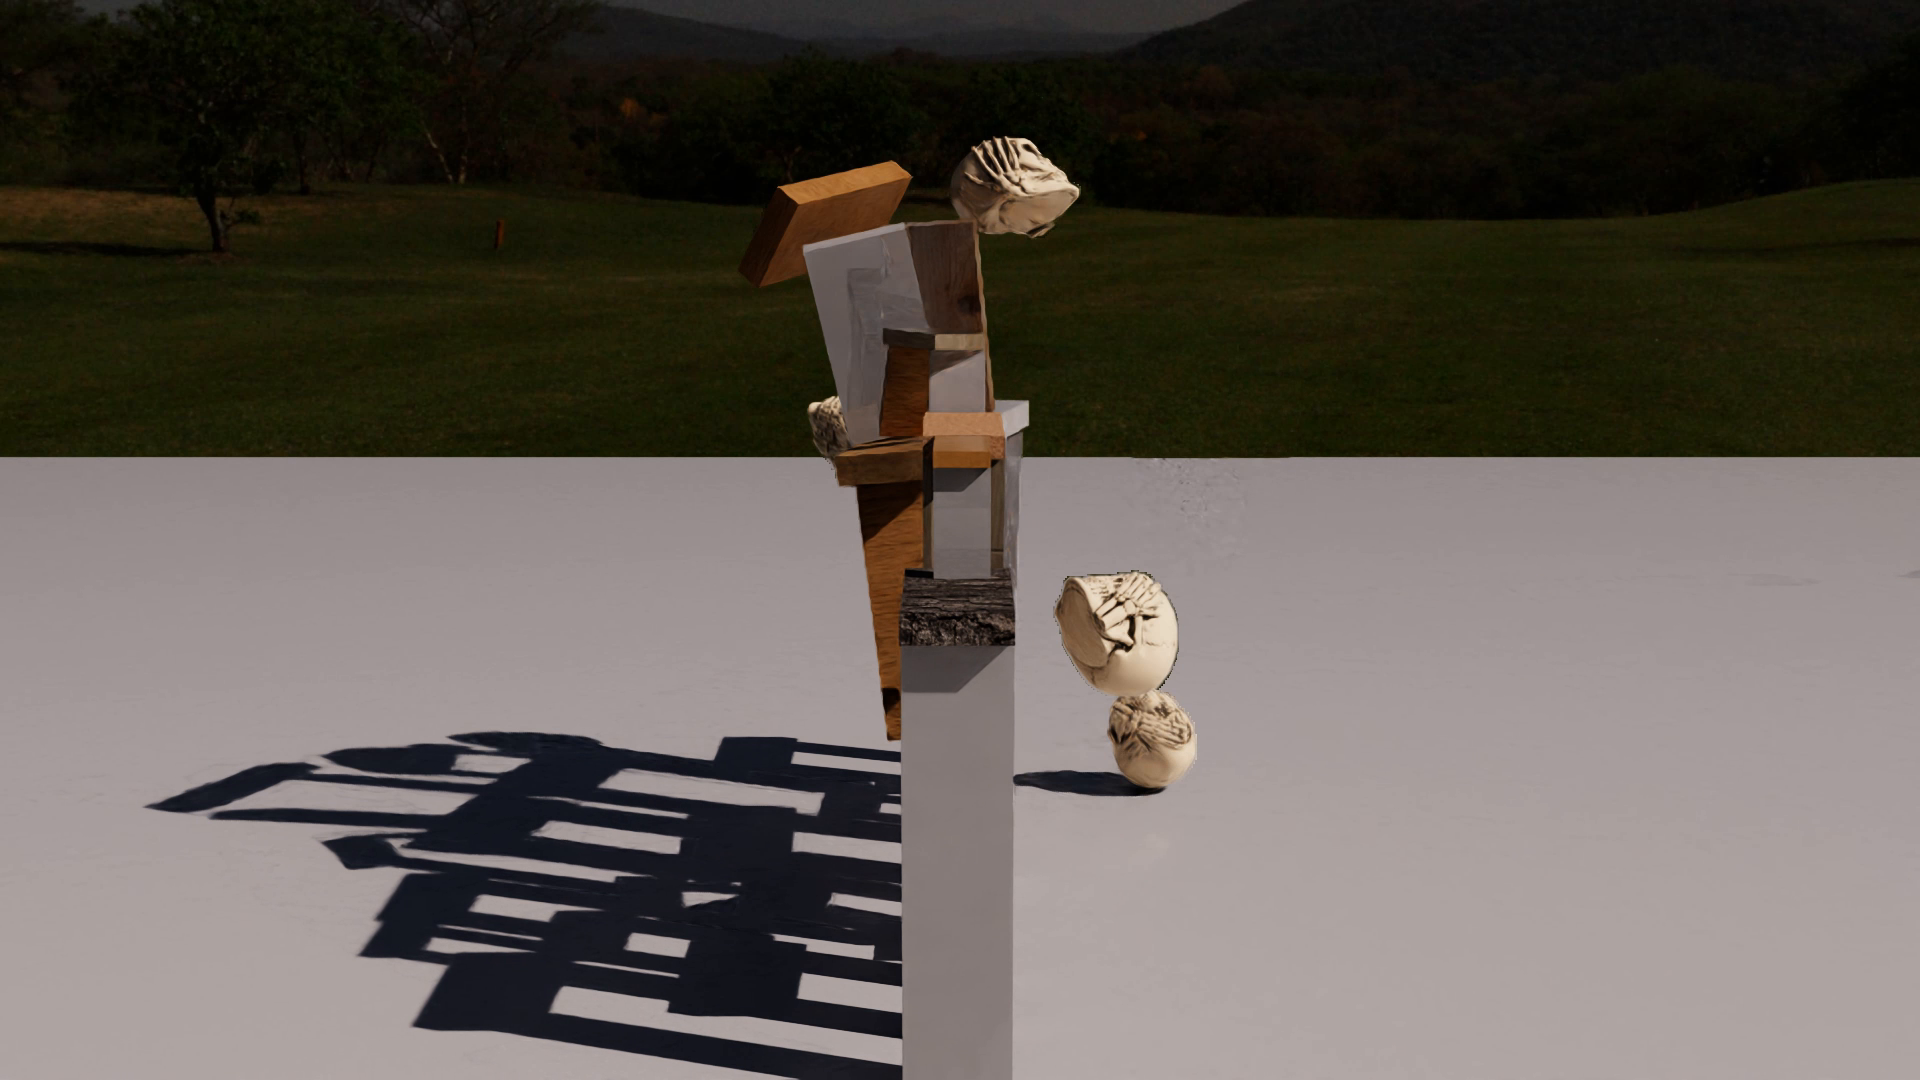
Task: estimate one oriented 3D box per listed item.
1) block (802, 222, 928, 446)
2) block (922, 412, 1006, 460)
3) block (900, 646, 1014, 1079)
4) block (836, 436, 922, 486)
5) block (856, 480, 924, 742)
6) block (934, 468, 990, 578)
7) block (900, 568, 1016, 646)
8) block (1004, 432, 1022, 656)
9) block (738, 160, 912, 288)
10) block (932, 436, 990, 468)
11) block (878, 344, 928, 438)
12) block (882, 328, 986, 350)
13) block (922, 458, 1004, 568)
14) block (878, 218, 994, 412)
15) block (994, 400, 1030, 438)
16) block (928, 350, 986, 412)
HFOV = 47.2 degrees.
[{"bbox_3d":[-0.134,-0.330,3.552,0.166,0.332,0.047,-13,22,0],"label":"block"},{"bbox_3d":[0.005,-0.152,3.189,0.115,0.033,0.230,0,11,0],"label":"block"},{"bbox_3d":[-0.003,0.426,2.865,0.145,0.616,0.041,0,11,0],"label":"block"},{"bbox_3d":[-0.074,-0.148,3.626,0.167,0.047,0.334,-4,11,15],"label":"block"},{"bbox_3d":[-0.060,0.105,3.564,0.167,0.422,0.047,-7,6,-3],"label":"block"},{"bbox_3d":[0.003,-0.025,2.965,0.077,0.154,0.022,0,11,0],"label":"block"},{"bbox_3d":[-0.003,0.086,2.900,0.145,0.041,0.290,0,11,0],"label":"block"},{"bbox_3d":[0.025,0.048,4.104,0.165,0.499,0.047,2,7,4],"label":"block"},{"bbox_3d":[-0.220,-0.527,3.650,0.047,0.166,0.332,41,33,16],"label":"block"},{"bbox_3d":[0.003,-0.121,2.999,0.077,0.022,0.154,0,11,0],"label":"block"},{"bbox_3d":[-0.078,-0.241,3.493,0.085,0.169,0.024,0,36,-12],"label":"block"},{"bbox_3d":[-0.041,-0.307,3.354,0.085,0.024,0.169,-5,10,-29],"label":"block"},{"bbox_3d":[0.005,-0.008,3.141,0.115,0.230,0.033,0,11,0],"label":"block"},{"bbox_3d":[-0.041,-0.375,3.754,0.166,0.332,0.047,-3,16,10],"label":"block"},{"bbox_3d":[0.004,-0.208,3.965,0.165,0.047,0.329,1,11,16],"label":"block"},{"bbox_3d":[-0.007,-0.078,3.357,0.085,0.428,0.024,0,11,-6],"label":"block"}]
